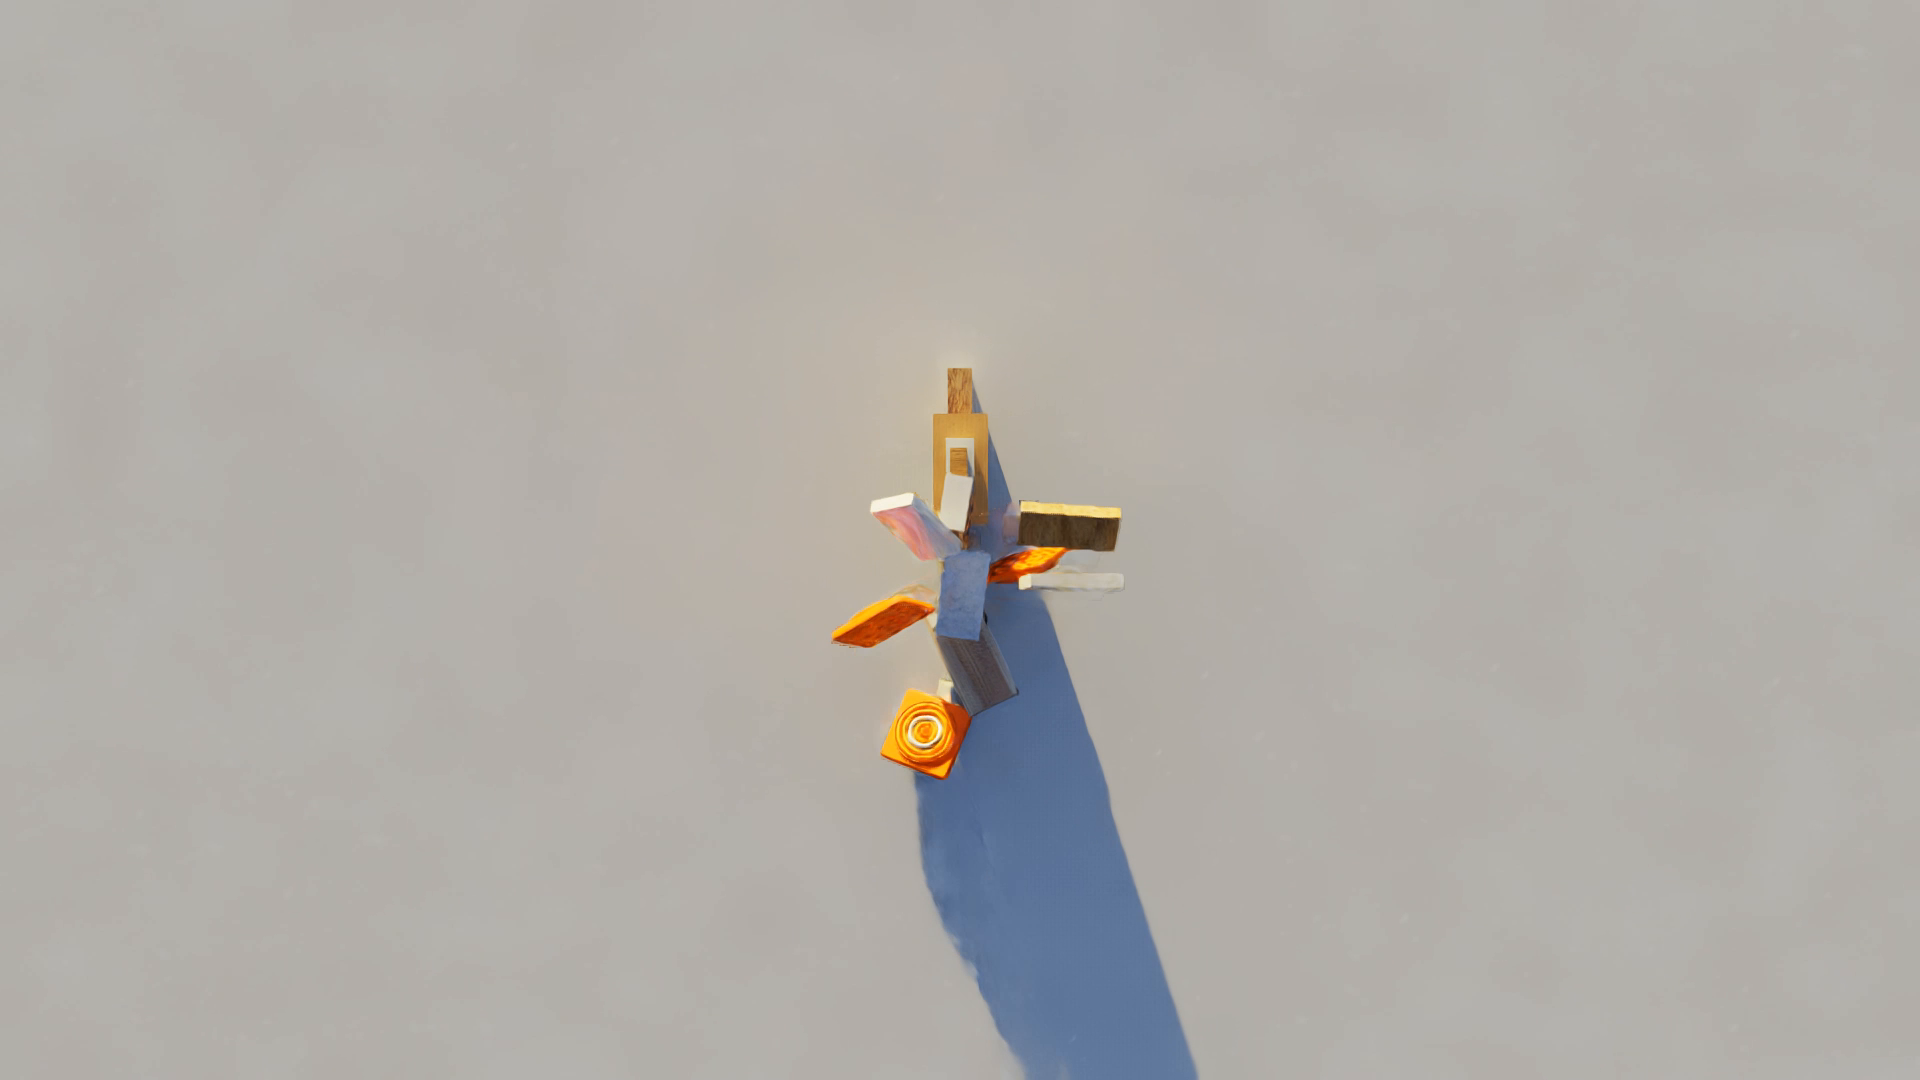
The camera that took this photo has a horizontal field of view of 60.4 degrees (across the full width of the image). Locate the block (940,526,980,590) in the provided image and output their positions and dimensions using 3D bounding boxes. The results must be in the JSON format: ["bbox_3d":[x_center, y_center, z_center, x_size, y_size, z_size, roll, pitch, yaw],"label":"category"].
[{"bbox_3d":[-0.002,0.081,5.228,0.126,0.036,0.253,1,90,-1],"label":"block"}]

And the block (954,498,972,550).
[{"bbox_3d":[-0.013,-0.045,4.924,0.085,0.024,0.170,5,87,2],"label":"block"}]

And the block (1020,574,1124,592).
[{"bbox_3d":[0.322,0.123,4.790,0.273,0.136,0.039,1,84,-12],"label":"block"}]

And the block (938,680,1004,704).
[{"bbox_3d":[0.033,0.490,5.319,0.171,0.343,0.049,2,89,-7],"label":"block"}]

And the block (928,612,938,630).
[{"bbox_3d":[-0.026,0.236,4.979,0.129,0.257,0.036,-20,83,-1],"label":"block"}]

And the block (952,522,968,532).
[{"bbox_3d":[-0.017,-0.041,4.833,0.078,0.157,0.022,6,86,2],"label":"block"}]

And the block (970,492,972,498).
[{"bbox_3d":[-0.004,-0.147,4.838,0.078,0.157,0.022,2,85,0],"label":"block"}]

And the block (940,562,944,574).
[{"bbox_3d":[0.006,0.084,5.029,0.129,0.360,0.036,0,89,-2],"label":"block"}]

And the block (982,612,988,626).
[{"bbox_3d":[0.001,0.266,5.328,0.171,0.343,0.049,-1,89,0],"label":"block"}]

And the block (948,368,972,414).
[{"bbox_3d":[-0.001,-0.476,5.330,0.079,0.022,0.158,0,90,0],"label":"block"}]

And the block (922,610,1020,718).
[{"bbox_3d":[0.033,0.359,5.124,0.171,0.049,0.343,-26,86,-2],"label":"block"}]

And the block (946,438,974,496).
[{"bbox_3d":[0.000,-0.219,4.929,0.085,0.024,0.169,0,90,0],"label":"block"}]

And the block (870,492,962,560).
[{"bbox_3d":[-0.122,-0.035,4.712,0.136,0.273,0.039,-11,53,30],"label":"block"}]

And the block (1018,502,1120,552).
[{"bbox_3d":[0.302,-0.036,4.596,0.273,0.136,0.039,4,47,0],"label":"block"}]

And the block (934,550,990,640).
[{"bbox_3d":[0.008,0.158,4.831,0.129,0.036,0.257,8,90,-2],"label":"block"}]

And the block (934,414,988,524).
[{"bbox_3d":[0.002,-0.221,5.135,0.171,0.048,0.341,0,90,0],"label":"block"}]

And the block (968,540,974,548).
[{"bbox_3d":[-0.012,0.009,5.071,0.085,0.271,0.024,5,90,5],"label":"block"}]

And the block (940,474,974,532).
[{"bbox_3d":[-0.013,-0.108,4.746,0.078,0.022,0.157,9,88,2],"label":"block"}]

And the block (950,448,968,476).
[{"bbox_3d":[-0.004,-0.220,4.810,0.050,0.014,0.100,0,90,0],"label":"block"}]
